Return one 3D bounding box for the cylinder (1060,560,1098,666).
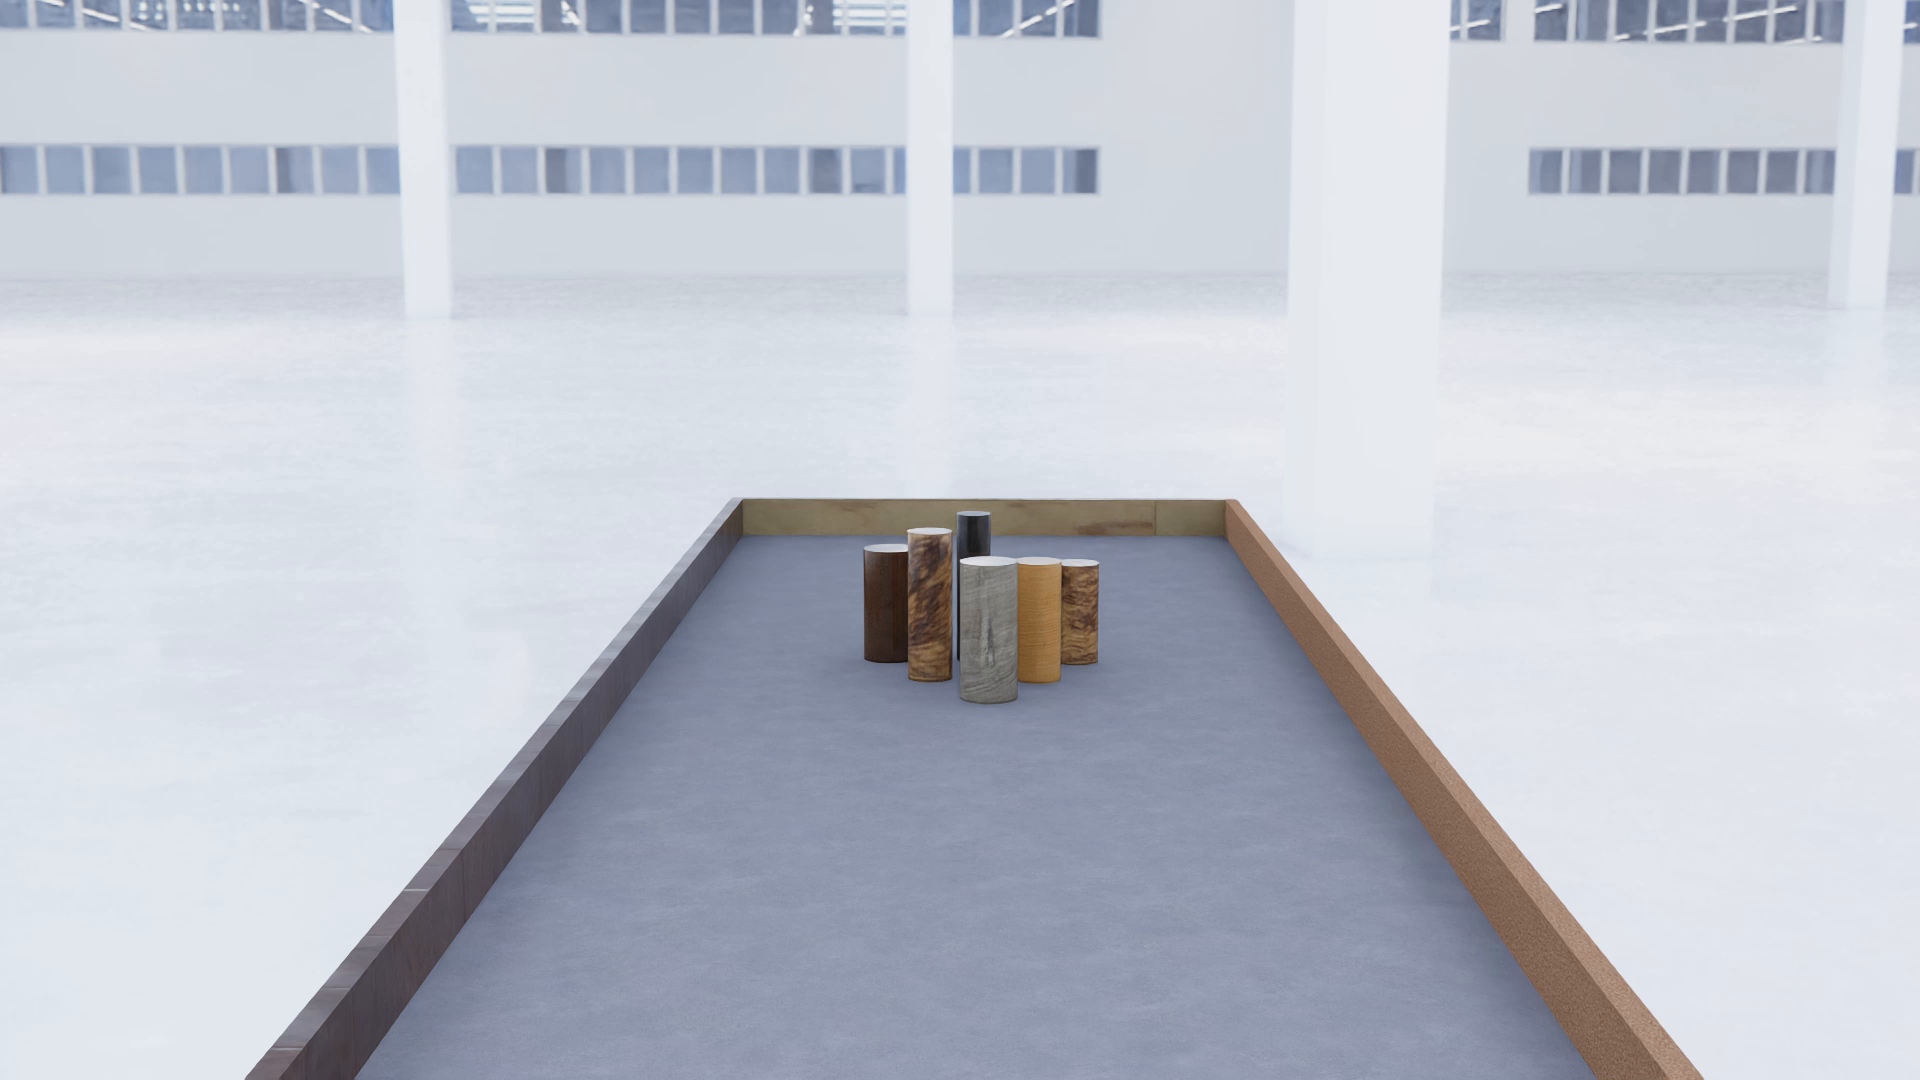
[{"bbox_3d":[0.353,0.218,6.669,0.134,0.302,0.134,0,9,0],"label":"cylinder"}]

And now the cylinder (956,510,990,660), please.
[{"bbox_3d":[0.041,0.141,6.682,0.104,0.449,0.104,0,9,0],"label":"cylinder"}]

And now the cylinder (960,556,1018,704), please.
[{"bbox_3d":[0.081,0.252,6.171,0.163,0.391,0.163,0,9,0],"label":"cylinder"}]

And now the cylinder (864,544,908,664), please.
[{"bbox_3d":[-0.214,0.193,6.707,0.159,0.340,0.159,0,9,0],"label":"cylinder"}]

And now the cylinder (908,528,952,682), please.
[{"bbox_3d":[-0.087,0.189,6.426,0.131,0.436,0.131,0,9,0],"label":"cylinder"}]

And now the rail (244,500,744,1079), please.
[{"bbox_3d":[-1.004,0.839,3.234,0.050,0.150,12.000,0,9,1],"label":"rail"}]

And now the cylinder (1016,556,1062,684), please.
[{"bbox_3d":[0.225,0.233,6.419,0.140,0.350,0.140,0,9,0],"label":"cylinder"}]

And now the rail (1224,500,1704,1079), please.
[{"bbox_3d":[1.046,0.843,3.208,0.050,0.150,12.000,0,9,1],"label":"rail"}]

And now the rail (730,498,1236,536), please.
[{"bbox_3d":[0.099,-0.098,9.147,2.100,0.150,0.050,0,9,1],"label":"rail"}]
